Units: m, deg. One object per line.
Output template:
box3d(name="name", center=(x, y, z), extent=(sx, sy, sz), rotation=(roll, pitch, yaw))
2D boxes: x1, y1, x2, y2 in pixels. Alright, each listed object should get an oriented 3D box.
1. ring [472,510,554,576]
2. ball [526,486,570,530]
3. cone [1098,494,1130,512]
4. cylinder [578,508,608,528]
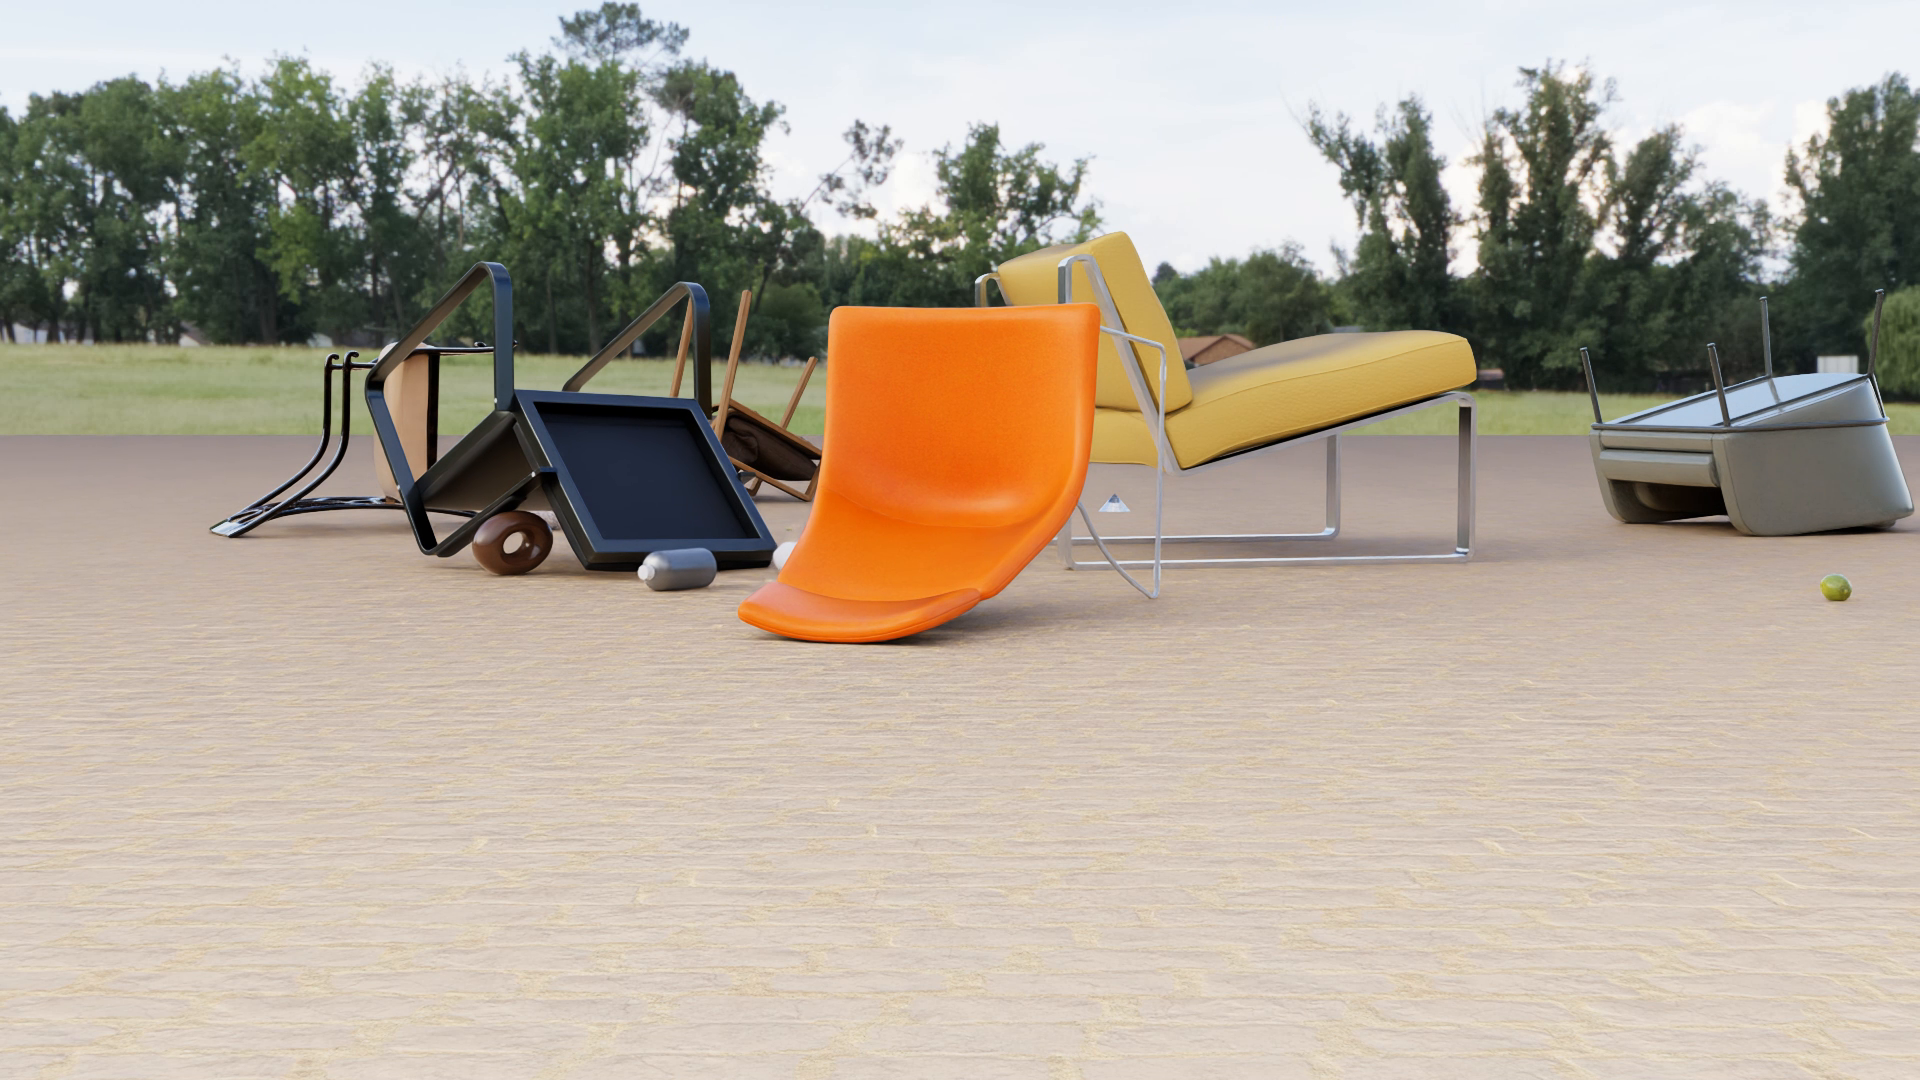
box3d(name="ring", center=(-1.080, 0.007, 5.315), extent=(0.213, 0.157, 0.082), rotation=(-13, 18, -43))
box3d(name="ball", center=(-1.316, -0.102, 7.024), extent=(0.137, 0.137, 0.137), rotation=(0, 4, 0))
box3d(name="cone", center=(0.569, -0.140, 8.096), extent=(0.116, 0.066, 0.120), rotation=(-3, 5, -34))
box3d(name="cylinder", center=(-1.186, -0.070, 7.104), extent=(0.103, 0.063, 0.080), rotation=(-3, 5, -40))
